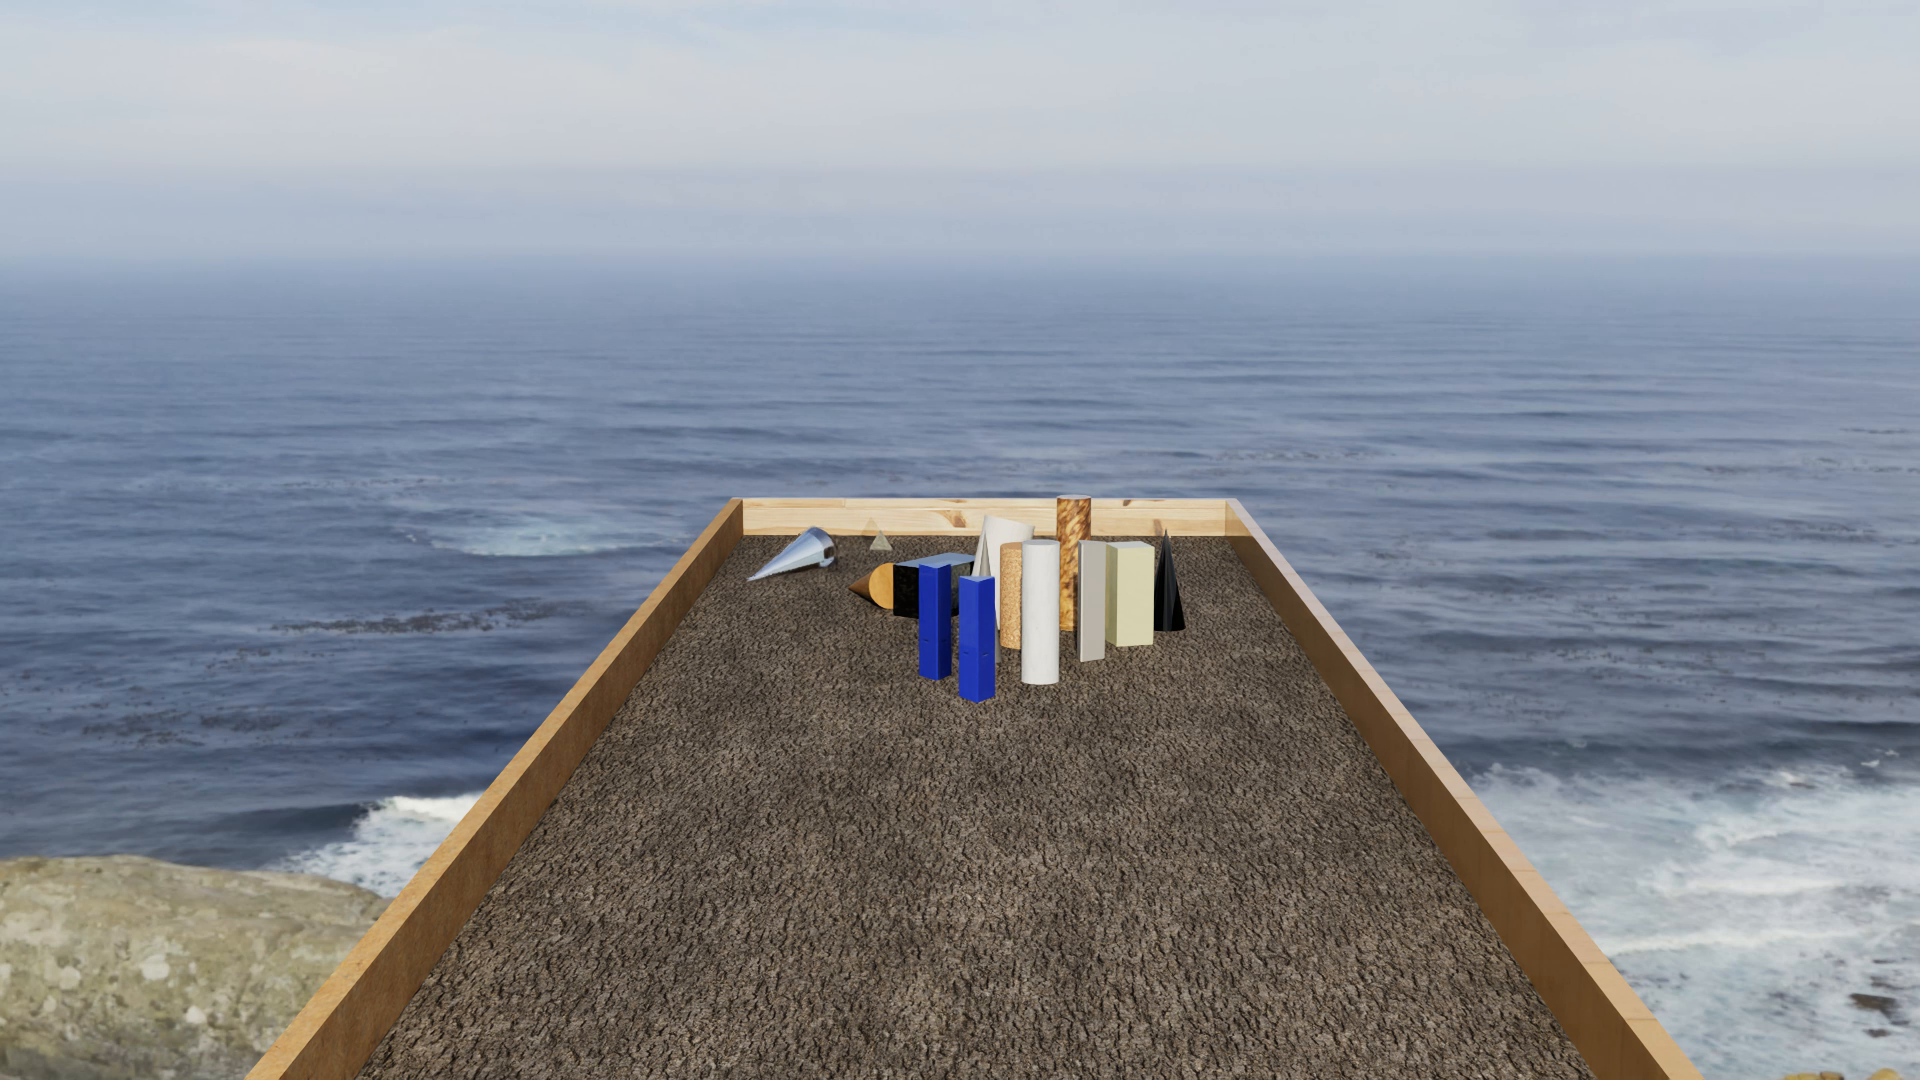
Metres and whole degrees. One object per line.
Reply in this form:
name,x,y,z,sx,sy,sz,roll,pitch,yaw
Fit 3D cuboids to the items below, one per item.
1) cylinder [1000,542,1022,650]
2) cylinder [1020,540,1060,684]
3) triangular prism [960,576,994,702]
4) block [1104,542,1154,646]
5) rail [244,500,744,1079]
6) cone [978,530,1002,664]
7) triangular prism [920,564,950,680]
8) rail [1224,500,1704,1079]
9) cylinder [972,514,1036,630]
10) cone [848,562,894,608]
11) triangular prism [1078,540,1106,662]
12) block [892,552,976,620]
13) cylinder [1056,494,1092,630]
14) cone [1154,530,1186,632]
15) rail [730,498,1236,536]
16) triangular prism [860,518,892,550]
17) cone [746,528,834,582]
cylinder,0.212,0.173,6.919,0.172,0.313,0.172,0,9,0
cylinder,0.234,0.208,6.394,0.112,0.407,0.112,0,9,0
triangular prism,0.036,0.275,6.178,0.086,0.343,0.099,5,10,30
block,0.534,0.169,6.951,0.122,0.311,0.122,-3,9,-16
rail,-1.004,0.839,3.234,0.050,0.150,12.000,0,9,1
cone,0.076,0.166,6.665,0.105,0.406,0.105,0,9,0
triangular prism,-0.061,0.237,6.452,0.080,0.333,0.092,-6,11,-34
rail,1.046,0.843,3.208,0.050,0.150,12.000,0,9,1
cylinder,0.124,0.106,7.121,0.168,0.350,0.168,13,1,0
cone,-0.323,0.165,7.721,0.157,0.157,0.434,-4,-1,-23
triangular prism,0.384,0.183,6.706,0.089,0.360,0.077,-6,11,-34
block,-0.062,0.157,7.462,0.175,0.175,0.309,7,11,37
cylinder,0.370,0.073,7.171,0.113,0.431,0.113,0,9,0
cone,0.670,0.121,7.177,0.140,0.334,0.140,0,9,0
rail,0.099,-0.098,9.147,2.100,0.150,0.050,0,9,1
triangular prism,-0.342,-0.031,8.943,0.089,0.077,0.376,-1,9,-8
cone,-0.660,0.089,8.200,0.159,0.159,0.405,7,23,38
